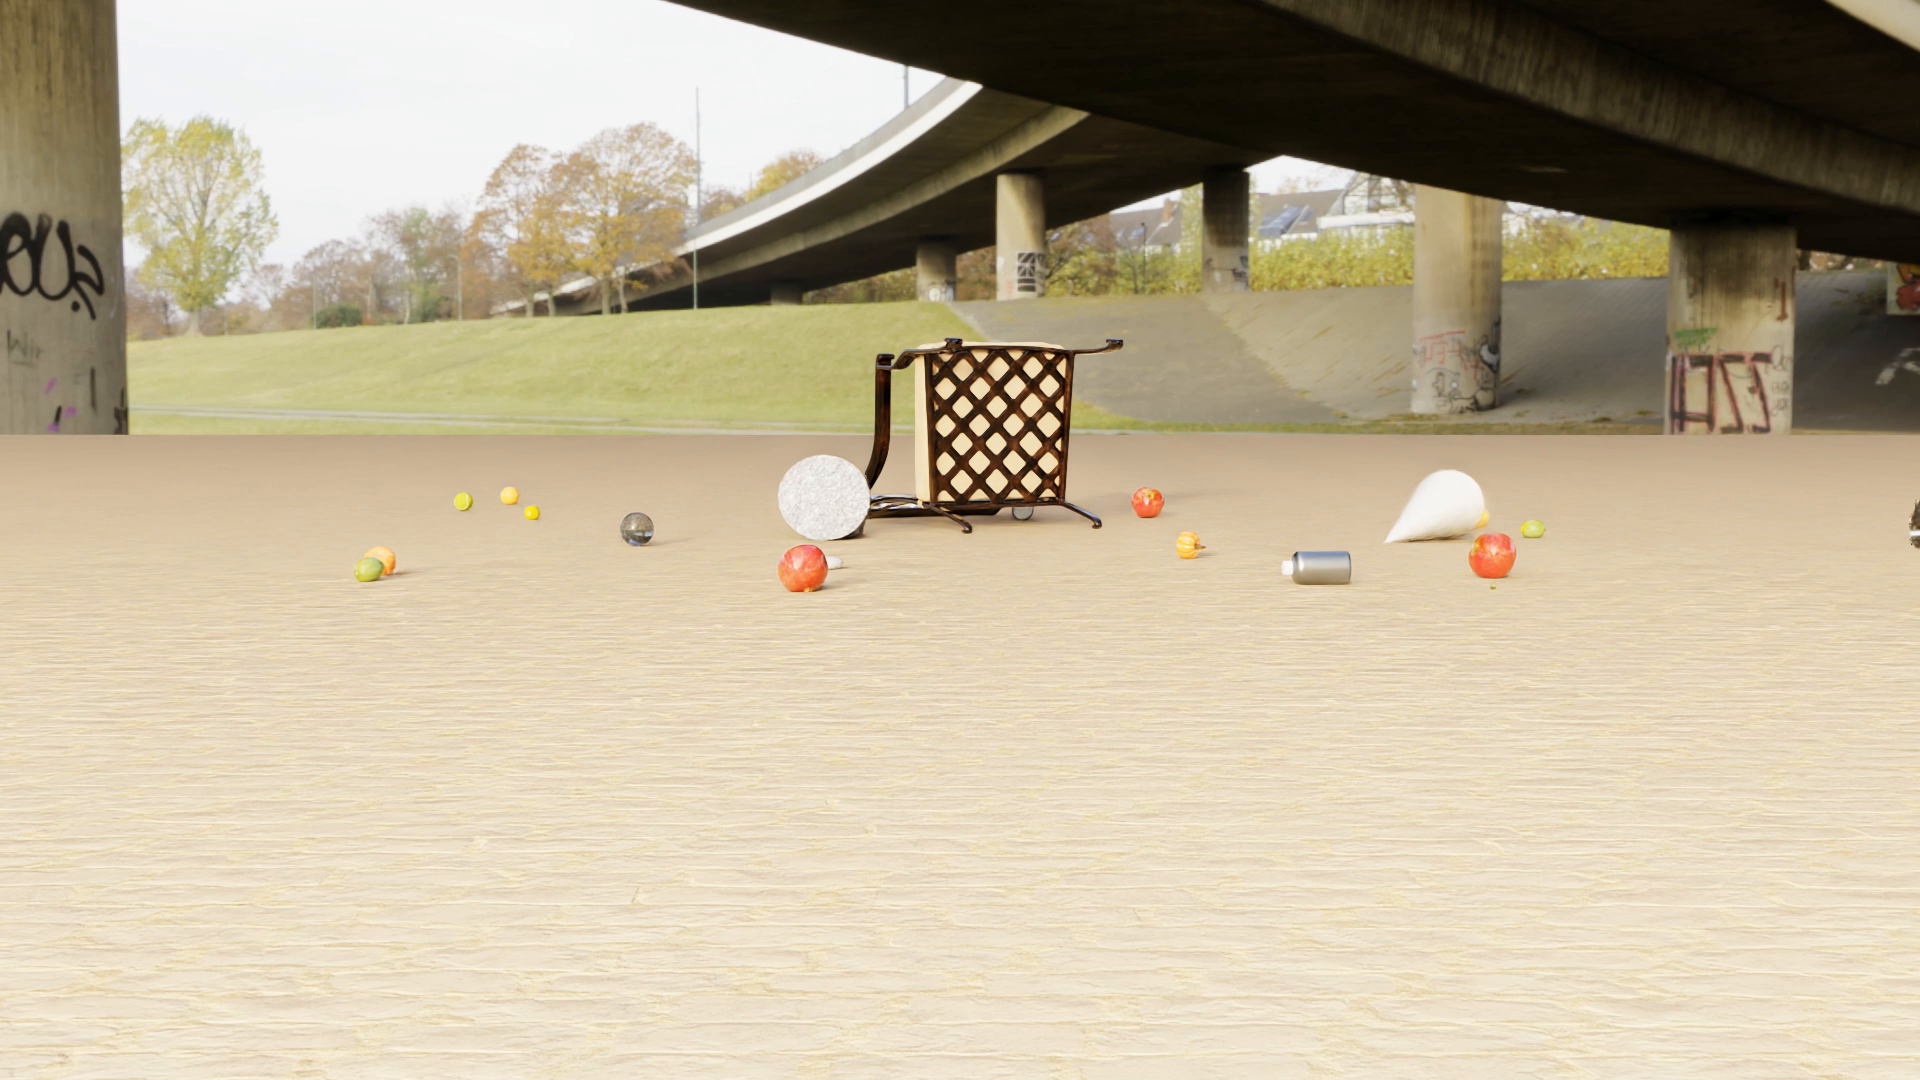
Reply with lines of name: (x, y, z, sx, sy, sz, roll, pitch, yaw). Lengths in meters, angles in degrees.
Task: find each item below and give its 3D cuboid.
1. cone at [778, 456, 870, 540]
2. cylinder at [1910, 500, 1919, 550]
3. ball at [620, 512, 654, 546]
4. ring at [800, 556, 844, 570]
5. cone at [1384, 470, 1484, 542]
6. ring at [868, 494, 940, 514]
cone: (-0.355, -0.074, 6.707, 0.315, 0.261, 0.309, 31, -7, 28)
cylinder: (2.723, -0.051, 6.068, 0.112, 0.149, 0.224, 0, -22, 1)
ball: (-0.923, -0.031, 6.283, 0.098, 0.098, 0.098, 0, 4, 0)
ring: (-0.345, 0.058, 5.492, 0.116, 0.029, 0.089, -2, 3, -40)
cone: (1.347, -0.049, 6.495, 0.294, 0.203, 0.300, -27, -5, -32)
ring: (-0.213, -0.131, 8.014, 0.323, 0.063, 0.226, 4, 6, 39)
